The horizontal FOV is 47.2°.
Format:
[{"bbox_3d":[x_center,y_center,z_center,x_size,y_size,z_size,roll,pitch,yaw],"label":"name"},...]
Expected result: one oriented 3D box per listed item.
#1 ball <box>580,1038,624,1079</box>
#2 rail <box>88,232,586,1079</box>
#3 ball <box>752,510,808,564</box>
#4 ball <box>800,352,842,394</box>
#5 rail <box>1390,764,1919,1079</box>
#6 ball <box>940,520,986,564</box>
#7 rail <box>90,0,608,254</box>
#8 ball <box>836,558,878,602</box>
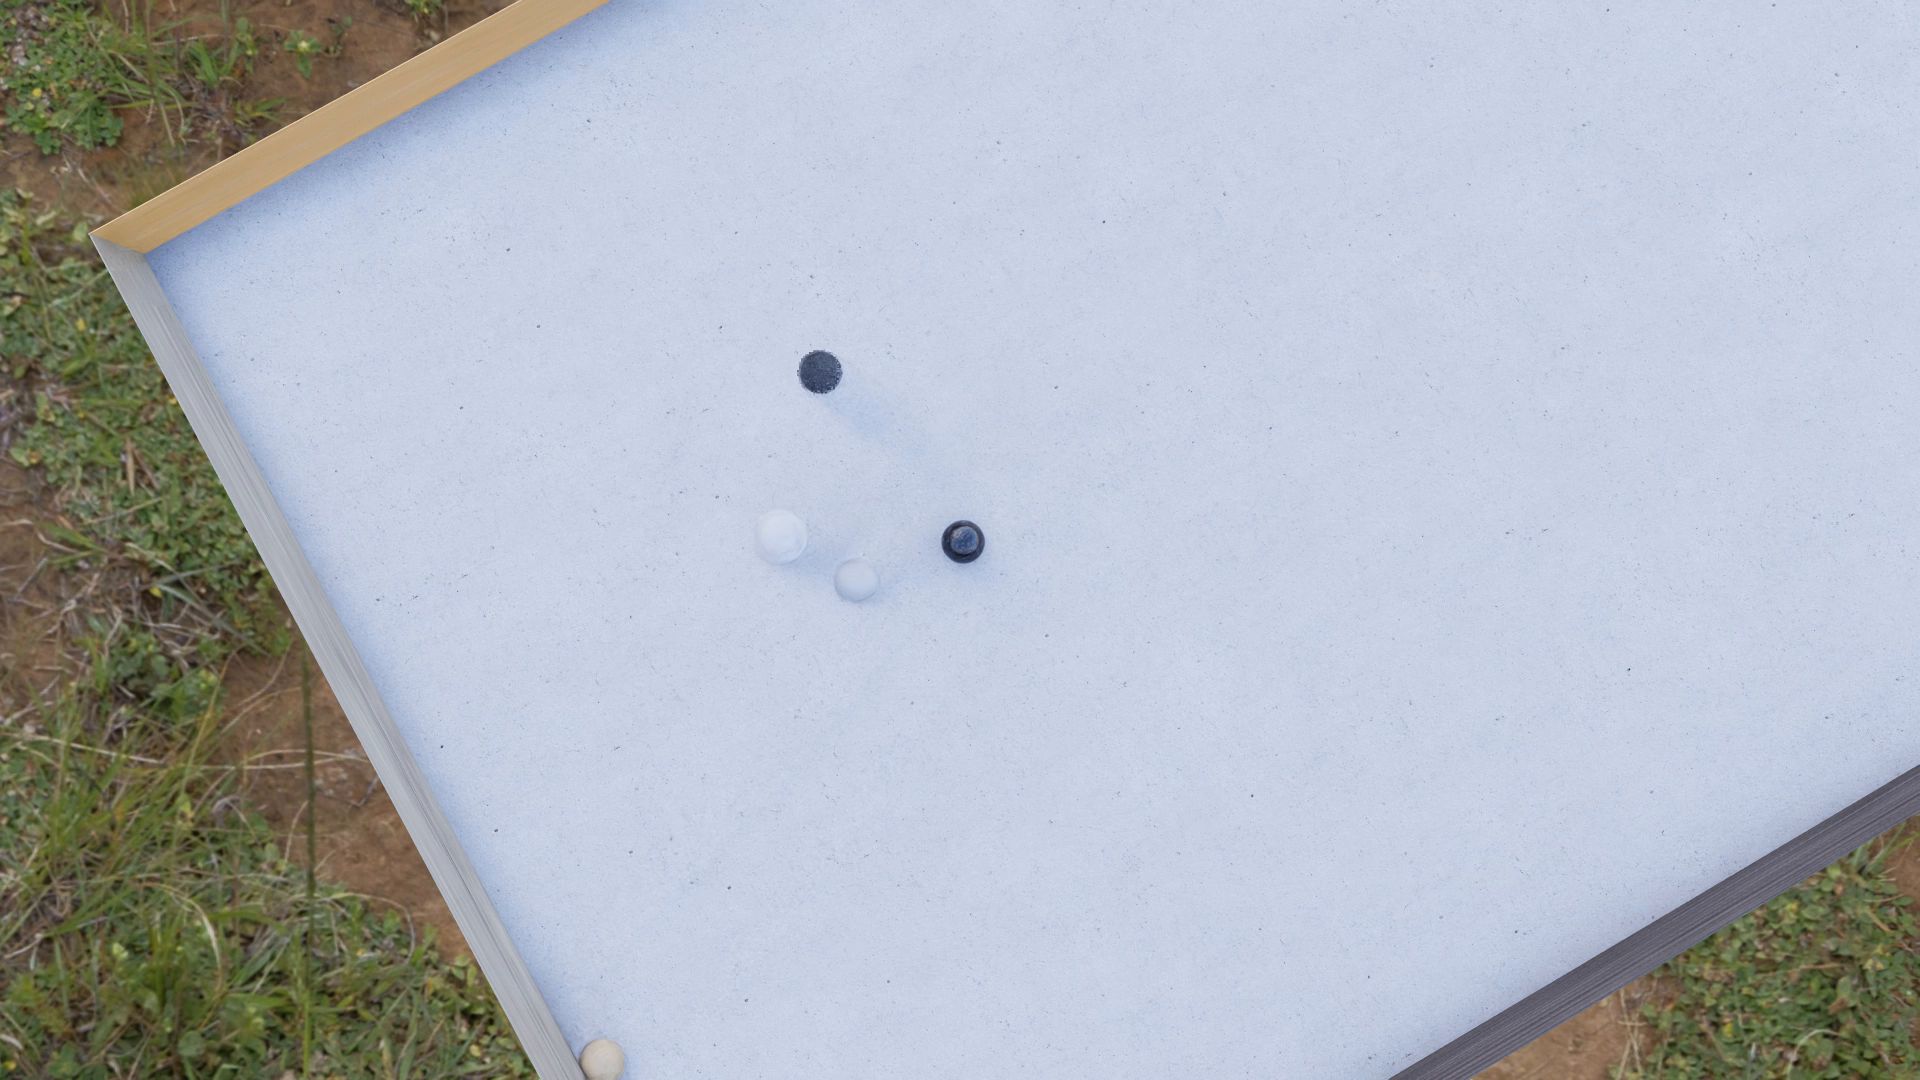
[{"bbox_3d":[-0.515,0.751,3.166,0.065,0.065,0.065,0,83,0],"label":"ball"},{"bbox_3d":[-0.758,0.427,3.187,0.045,0.106,2.054,-30,84,-4],"label":"rail"},{"bbox_3d":[-0.266,-0.005,3.256,0.081,0.081,0.081,0,83,0],"label":"ball"},{"bbox_3d":[-0.208,-0.251,3.296,0.064,0.064,0.064,0,83,0],"label":"ball"},{"bbox_3d":[1.276,0.420,3.188,3.585,0.106,0.045,-30,84,-4],"label":"rail"},{"bbox_3d":[0.005,0.003,3.262,0.066,0.066,0.066,0,83,0],"label":"ball"},{"bbox_3d":[0.280,-1.308,3.410,3.585,0.106,0.045,-30,84,-4],"label":"rail"},{"bbox_3d":[-0.153,0.059,3.256,0.064,0.064,0.064,0,83,0],"label":"ball"}]
